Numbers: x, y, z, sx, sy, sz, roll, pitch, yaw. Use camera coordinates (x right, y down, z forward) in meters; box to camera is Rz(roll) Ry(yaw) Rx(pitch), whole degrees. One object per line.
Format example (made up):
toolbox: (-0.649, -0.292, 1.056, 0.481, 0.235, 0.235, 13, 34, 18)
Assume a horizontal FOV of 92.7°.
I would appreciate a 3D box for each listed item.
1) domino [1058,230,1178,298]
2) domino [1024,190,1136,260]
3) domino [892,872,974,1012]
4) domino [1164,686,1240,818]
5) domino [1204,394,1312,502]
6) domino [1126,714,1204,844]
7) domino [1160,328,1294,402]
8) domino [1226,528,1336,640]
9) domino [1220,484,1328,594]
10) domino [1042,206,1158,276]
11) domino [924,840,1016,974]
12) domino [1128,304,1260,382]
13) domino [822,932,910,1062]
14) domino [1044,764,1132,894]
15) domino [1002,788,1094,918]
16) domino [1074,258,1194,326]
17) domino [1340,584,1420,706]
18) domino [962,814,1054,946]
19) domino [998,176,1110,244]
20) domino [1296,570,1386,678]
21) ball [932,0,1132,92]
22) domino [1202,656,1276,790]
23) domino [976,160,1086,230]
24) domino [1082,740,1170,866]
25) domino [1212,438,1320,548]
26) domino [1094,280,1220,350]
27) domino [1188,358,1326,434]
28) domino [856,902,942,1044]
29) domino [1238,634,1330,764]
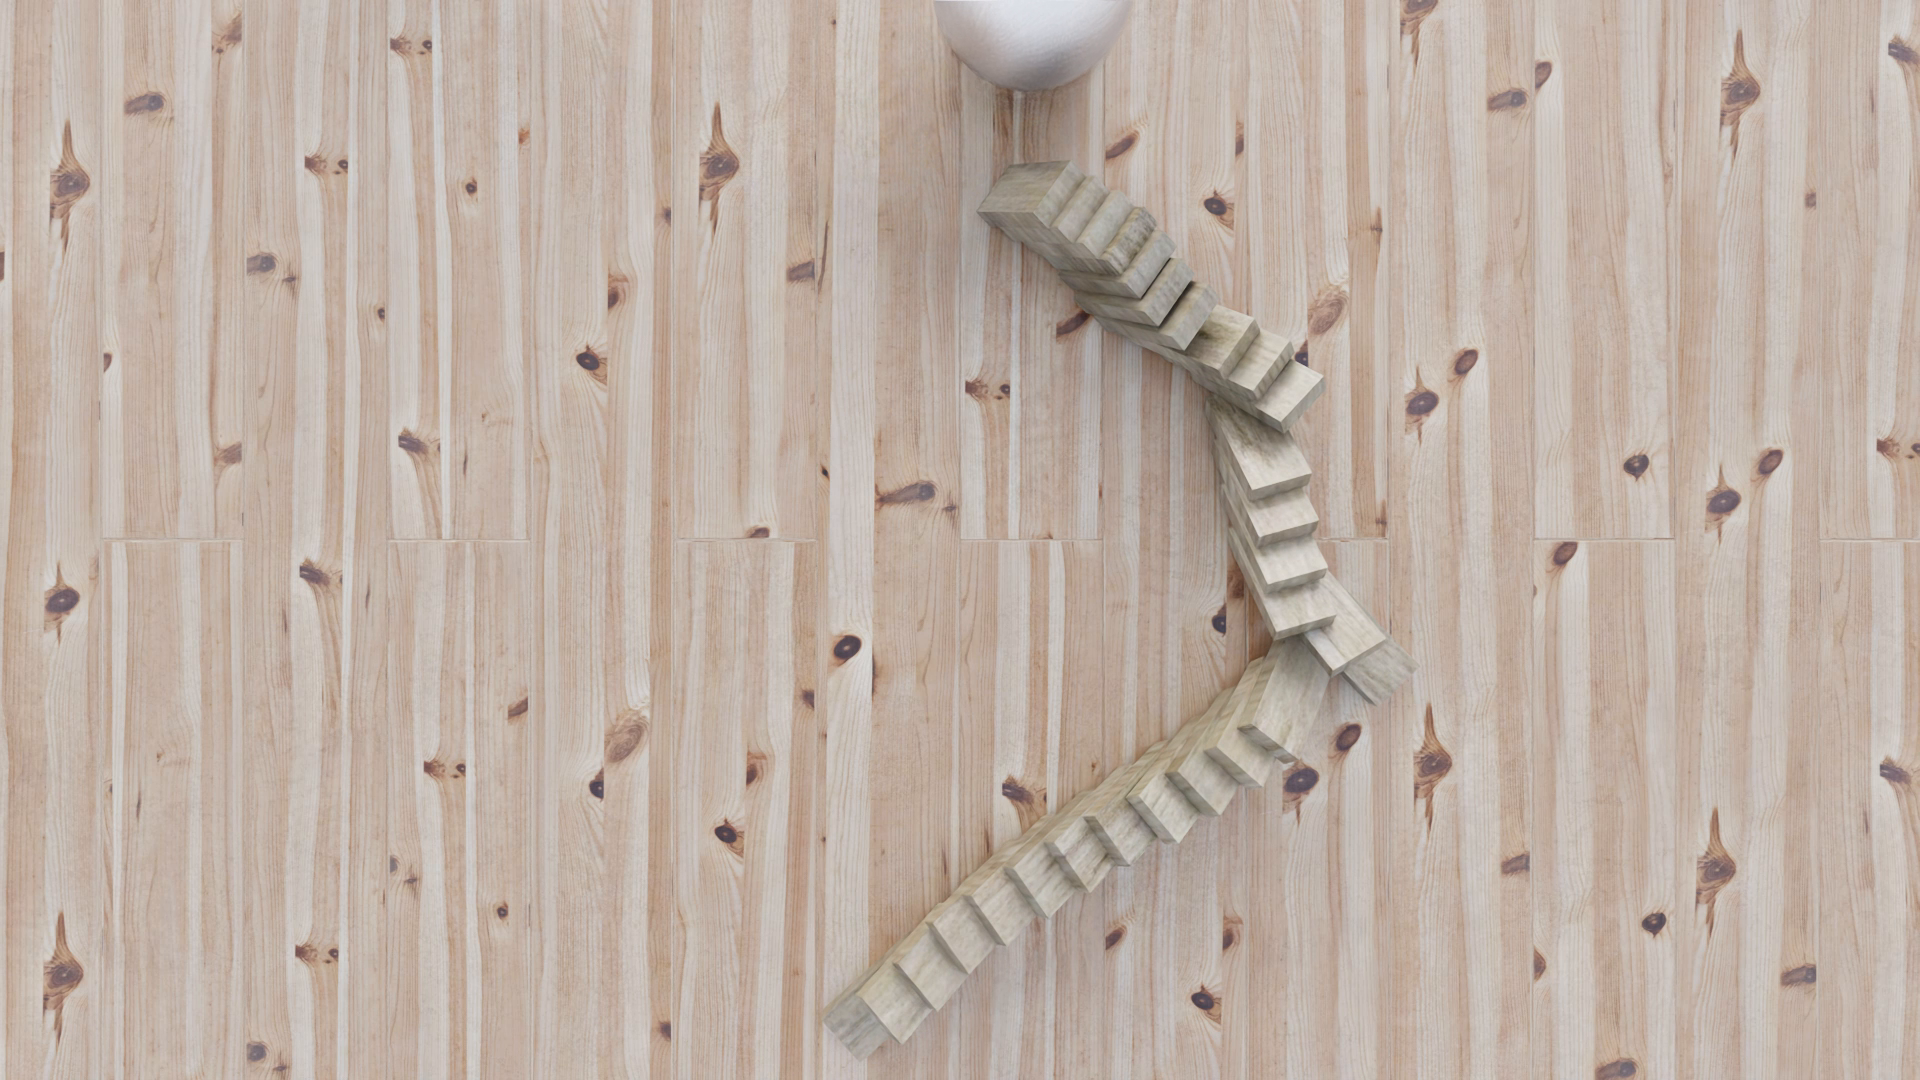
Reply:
domino: (0.064, -0.114, 0.376, 0.009, 0.050, 0.025, 35, 90, -32)
domino: (0.047, -0.130, 0.376, 0.010, 0.050, 0.025, 35, 90, -32)
domino: (-0.002, 0.167, 0.384, 0.050, 0.009, 0.025, -40, 90, -29)
domino: (0.109, 0.088, 0.383, 0.025, 0.009, 0.050, 46, 59, -1)
domino: (0.124, -0.042, 0.383, 0.025, 0.009, 0.050, -16, 59, 0)
domino: (0.094, 0.100, 0.383, 0.050, 0.009, 0.025, -40, 90, -31)
domino: (0.109, -0.079, 0.381, 0.050, 0.010, 0.025, 36, 90, 37)
domino: (0.134, 0.015, 0.383, 0.025, 0.010, 0.050, -16, 59, 1)
domino: (0.130, -0.004, 0.383, 0.025, 0.009, 0.050, -16, 59, 1)
domino: (0.056, -0.123, 0.376, 0.010, 0.050, 0.025, 35, 90, -32)
domino: (0.012, 0.153, 0.384, 0.050, 0.010, 0.025, -35, 90, -29)
domino: (0.095, -0.087, 0.381, 0.050, 0.009, 0.025, 35, 90, 37)
domino: (-0.032, 0.197, 0.395, 0.050, 0.009, 0.025, -42, 90, 0)
domino: (0.061, 0.120, 0.384, 0.050, 0.010, 0.025, -35, 90, -30)
domino: (0.044, 0.130, 0.384, 0.050, 0.009, 0.025, -35, 90, -29)
domino: (0.070, -0.104, 0.377, 0.010, 0.050, 0.025, 35, 90, -33)
domino: (0.170, 0.045, 0.395, 0.025, 0.010, 0.050, -44, 90, 0)
domino: (0.028, 0.141, 0.383, 0.050, 0.010, 0.025, -35, 90, -29)
domino: (0.037, -0.136, 0.376, 0.010, 0.050, 0.025, 36, 90, -32)
domino: (0.150, 0.029, 0.383, 0.025, 0.009, 0.050, -31, 59, 0)
ball: (0.029, -0.220, 0.360, 0.080, 0.080, 0.080, 0, 90, 0)
domino: (0.124, 0.076, 0.383, 0.025, 0.009, 0.050, 41, 59, -2)
domino: (0.028, -0.142, 0.376, 0.010, 0.050, 0.025, 36, 90, -32)
domino: (0.077, 0.110, 0.384, 0.050, 0.010, 0.025, -35, 90, -30)
domino: (0.127, -0.023, 0.383, 0.025, 0.010, 0.050, -16, 59, 0)
domino: (0.080, -0.095, 0.377, 0.010, 0.050, 0.025, 35, 90, -37)
domino: (0.123, -0.067, 0.381, 0.025, 0.010, 0.050, -47, 53, -1)
domino: (-0.016, 0.181, 0.384, 0.050, 0.010, 0.025, -40, 90, -29)
domino: (0.136, 0.065, 0.382, 0.025, 0.009, 0.050, 37, 59, -4)
